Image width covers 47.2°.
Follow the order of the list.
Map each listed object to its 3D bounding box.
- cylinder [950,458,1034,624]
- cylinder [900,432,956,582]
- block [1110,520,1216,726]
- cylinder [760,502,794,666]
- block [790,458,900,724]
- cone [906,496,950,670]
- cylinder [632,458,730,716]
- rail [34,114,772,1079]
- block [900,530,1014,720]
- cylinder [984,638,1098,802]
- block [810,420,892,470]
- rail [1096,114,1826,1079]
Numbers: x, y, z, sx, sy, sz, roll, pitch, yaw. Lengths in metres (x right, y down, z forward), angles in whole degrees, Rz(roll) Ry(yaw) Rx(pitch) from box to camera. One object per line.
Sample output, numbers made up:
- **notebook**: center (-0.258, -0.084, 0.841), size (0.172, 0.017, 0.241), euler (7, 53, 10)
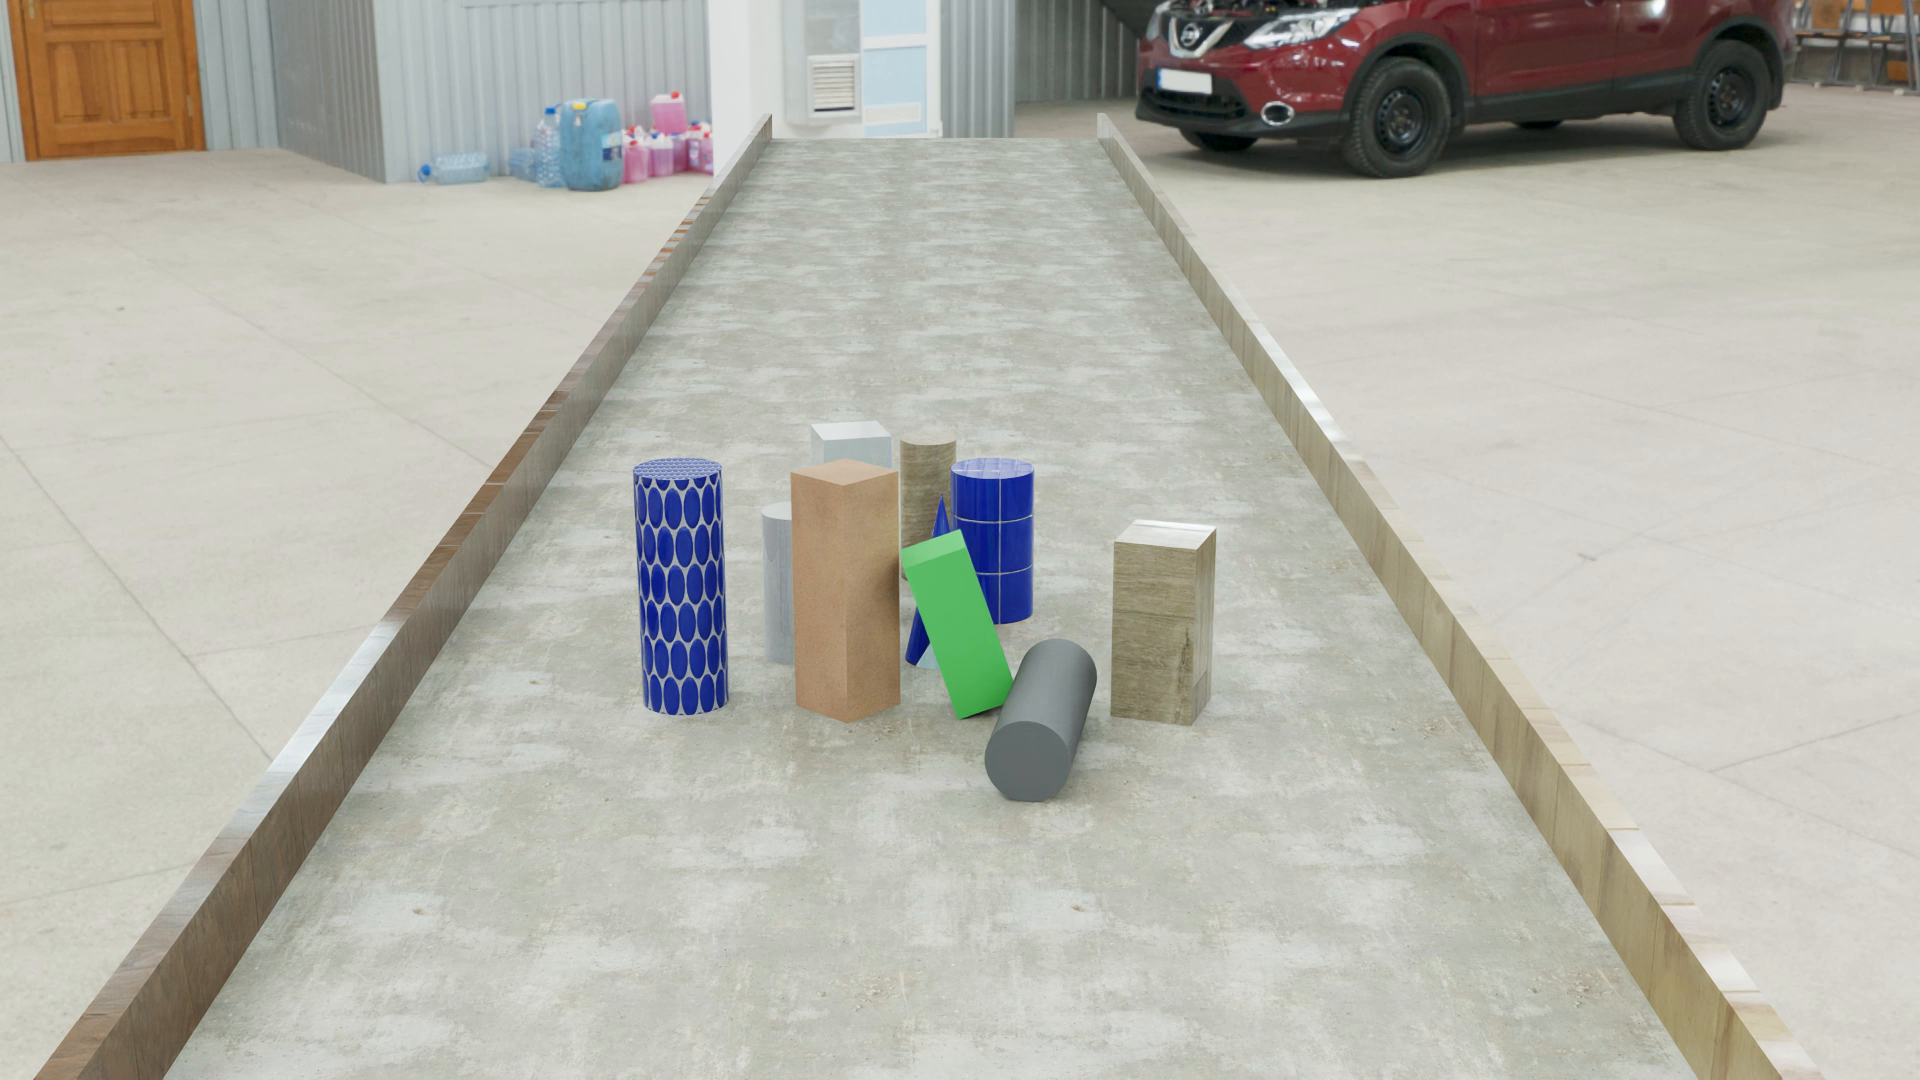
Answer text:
- **cylinder**: center (0.068, 0.001, 4.665), size (0.177, 0.318, 0.177), euler (0, 17, 0)
- **cylinder**: center (-0.070, -0.072, 4.910), size (0.126, 0.319, 0.126), euler (0, 17, 0)
- **block**: center (0.381, 0.153, 4.114), size (0.155, 0.342, 0.155), euler (6, 18, 19)
- **cylinder**: center (-0.326, 0.086, 4.409), size (0.138, 0.302, 0.138), euler (0, 17, 0)
- **block**: center (-0.212, 0.093, 4.111), size (0.140, 0.457, 0.140), euler (15, 22, 41)
- **cone**: center (-0.036, 0.071, 4.385), size (0.150, 0.343, 0.150), euler (0, 17, 0)
- **cylinder**: center (-0.523, 0.087, 4.135), size (0.164, 0.457, 0.164), euler (0, 17, 0)
- **rail**: center (-1.118, -0.838, 7.780), size (0.050, 0.150, 12.000), euler (0, 17, -1)
- **block**: center (-0.001, 0.157, 4.110), size (0.120, 0.313, 0.120), euler (-19, 17, 1)
- **cylinder**: center (0.149, 0.314, 3.915), size (0.147, 0.147, 0.432), euler (3, 17, 9)
- **block**: center (-0.227, -0.033, 4.625), size (0.142, 0.406, 0.142), euler (-4, 17, -14)
- **rail**: center (0.932, -0.844, 7.801), size (0.050, 0.150, 12.000), euler (0, 17, -1)
